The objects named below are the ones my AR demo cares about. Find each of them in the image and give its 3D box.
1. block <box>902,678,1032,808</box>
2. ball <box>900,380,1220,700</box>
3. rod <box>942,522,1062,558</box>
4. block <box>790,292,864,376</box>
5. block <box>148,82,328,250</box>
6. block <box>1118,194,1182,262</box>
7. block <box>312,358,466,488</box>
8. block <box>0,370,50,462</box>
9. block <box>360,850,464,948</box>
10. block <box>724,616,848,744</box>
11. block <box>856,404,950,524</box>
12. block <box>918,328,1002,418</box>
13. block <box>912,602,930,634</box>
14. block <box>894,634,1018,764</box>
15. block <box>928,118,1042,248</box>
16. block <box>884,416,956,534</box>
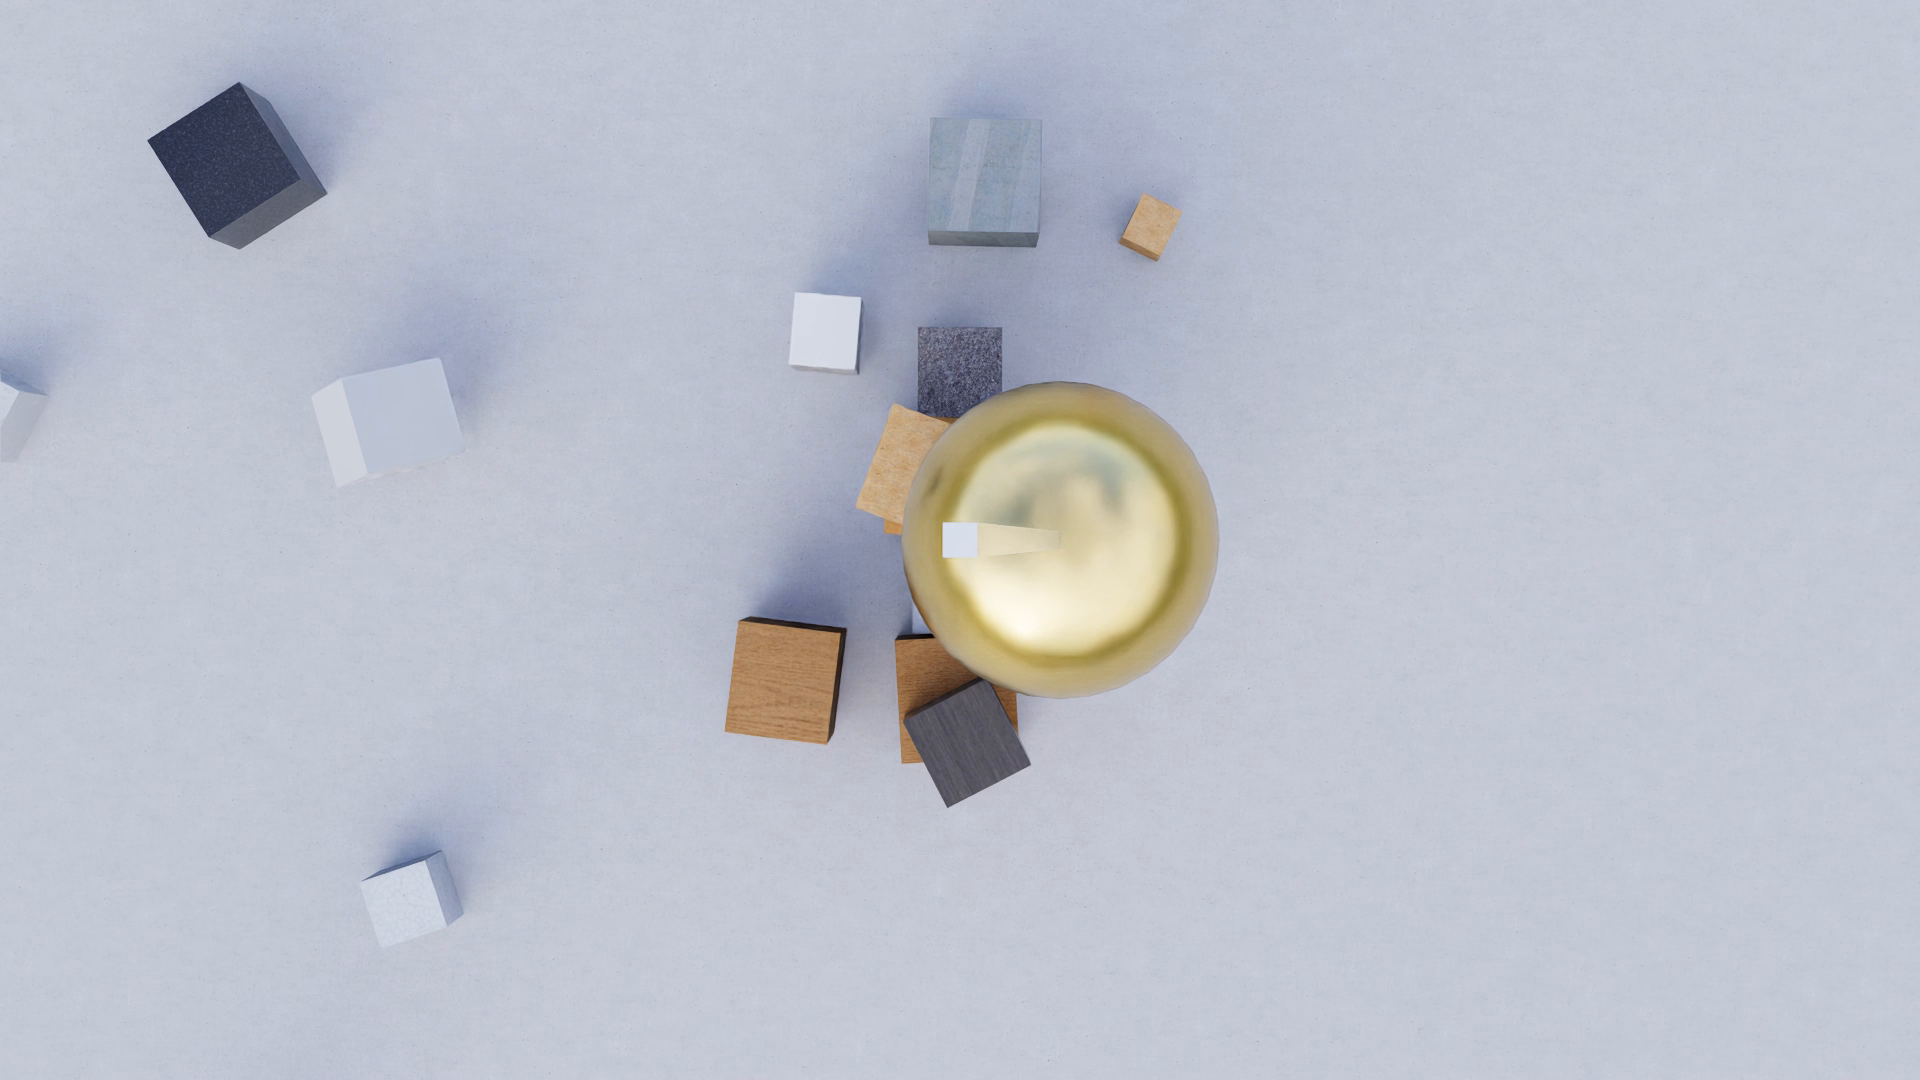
[{"bbox_3d":[0.038,1.098,12.114,0.513,0.479,0.527,-27,90,0],"label":"block"},{"bbox_3d":[0.500,0.000,11.036,1.600,1.600,1.600,0,90,0],"label":"ball"},{"bbox_3d":[0.217,0.000,7.648,0.080,5.200,0.080,0,90,5],"label":"rod"},{"bbox_3d":[-0.773,-1.196,12.792,0.379,0.416,0.415,5,90,0],"label":"block"},{"bbox_3d":[-4.172,-2.156,12.731,0.619,0.538,0.652,-32,90,0],"label":"block"},{"bbox_3d":[1.113,-1.828,12.865,0.251,0.270,0.288,26,90,0],"label":"block"},{"bbox_3d":[-3.269,-0.668,12.572,0.581,0.624,0.550,-17,93,-31],"label":"block"},{"bbox_3d":[-5.673,-0.754,12.787,0.429,0.425,0.447,28,90,0],"label":"block"},{"bbox_3d":[-3.182,2.083,12.782,0.399,0.436,0.400,-18,90,0],"label":"block"},{"bbox_3d":[-0.992,0.798,12.645,0.577,0.710,0.627,7,90,0],"label":"block"},{"bbox_3d":[-0.179,-0.348,11.979,0.590,0.580,0.591,20,90,0],"label":"block"},{"bbox_3d":[0.000,-0.954,12.756,0.480,0.487,0.513,0,90,0],"label":"block"},{"bbox_3d":[-0.006,0.264,12.728,0.522,0.544,0.528,0,90,0],"label":"block"},{"bbox_3d":[-0.016,0.893,12.677,0.665,0.646,0.694,-3,90,0],"label":"block"},{"bbox_3d":[0.140,-2.054,12.686,0.633,0.627,0.636,1,90,0],"label":"block"},{"bbox_3d":[-0.048,-0.350,12.634,0.715,0.731,0.664,3,90,0],"label":"block"}]
